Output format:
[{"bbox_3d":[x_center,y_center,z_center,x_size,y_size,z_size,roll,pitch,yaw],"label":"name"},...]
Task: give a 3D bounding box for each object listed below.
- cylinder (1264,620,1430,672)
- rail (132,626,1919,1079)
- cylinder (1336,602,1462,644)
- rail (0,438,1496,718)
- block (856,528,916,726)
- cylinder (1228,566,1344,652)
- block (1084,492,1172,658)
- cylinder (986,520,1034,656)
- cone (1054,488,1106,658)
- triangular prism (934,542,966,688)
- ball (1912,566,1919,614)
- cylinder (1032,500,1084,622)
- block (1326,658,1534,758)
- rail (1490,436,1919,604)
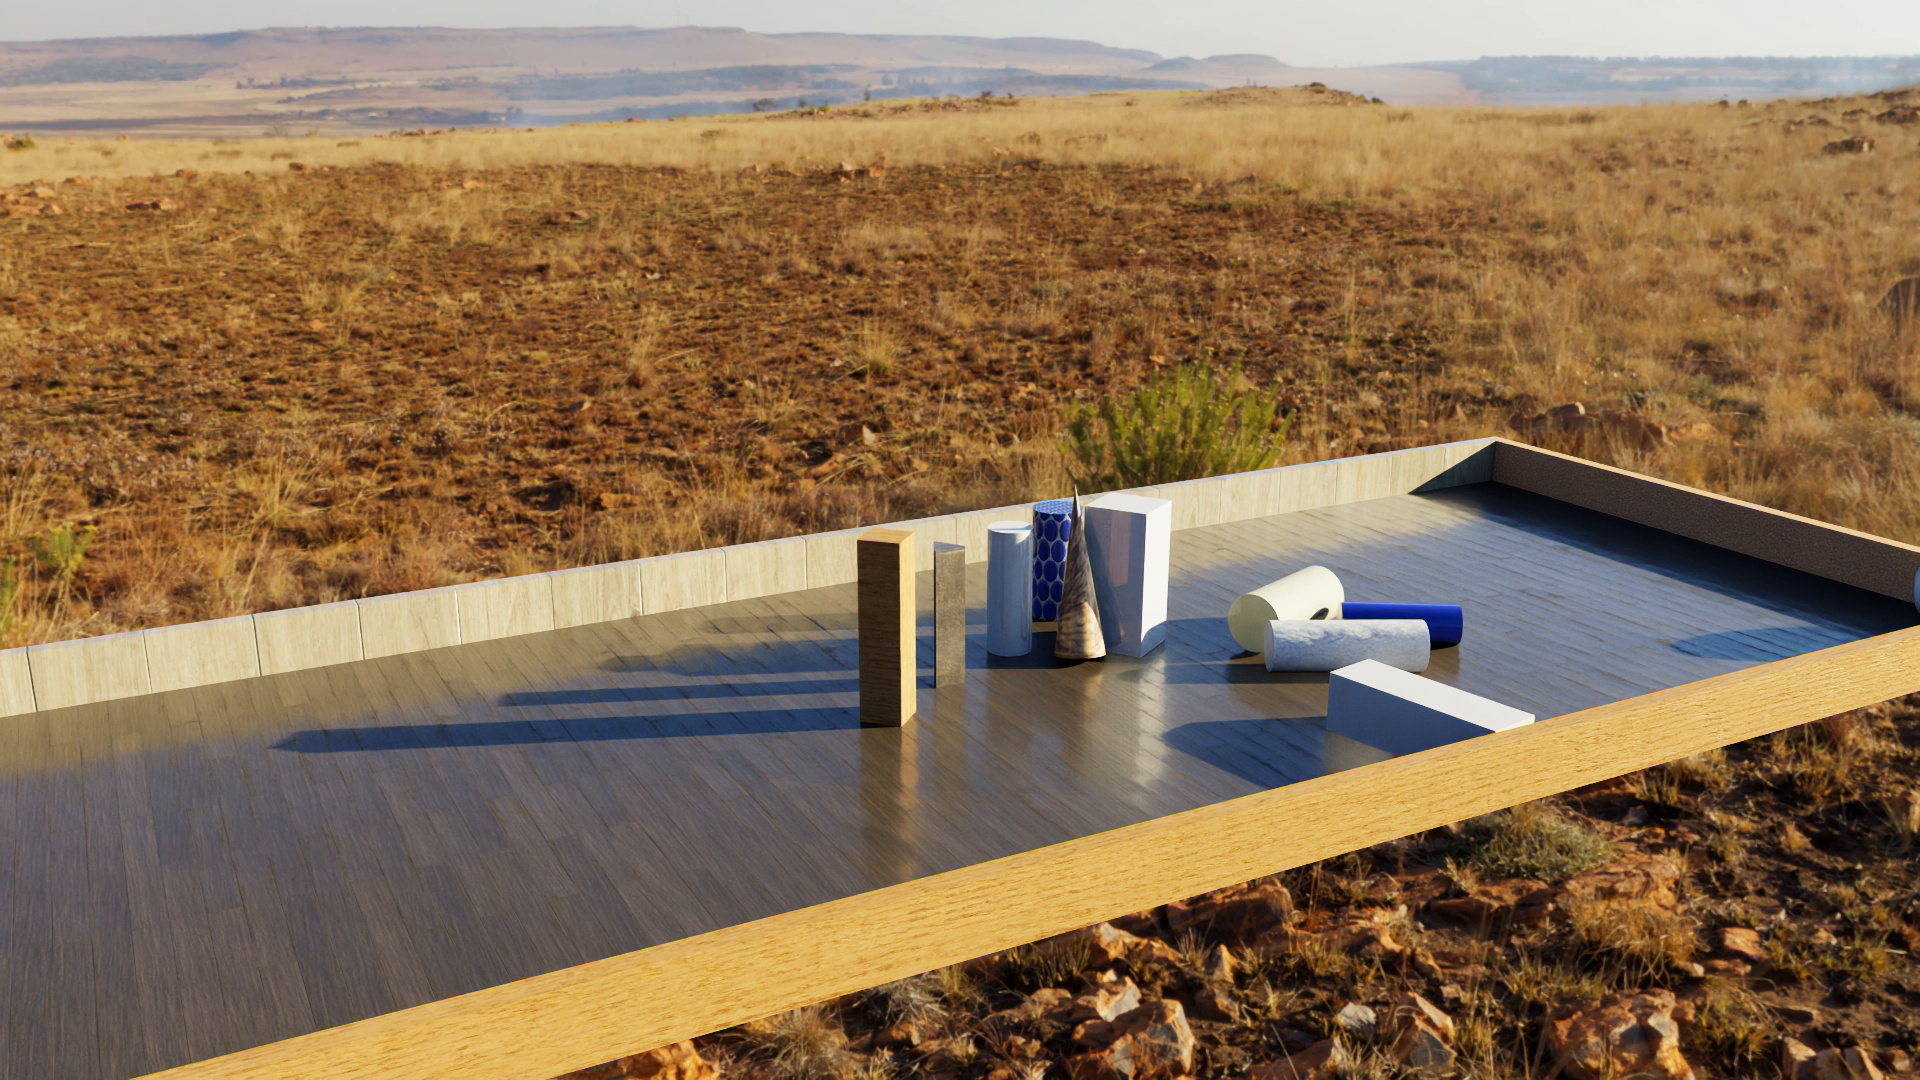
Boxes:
[{"bbox_3d":[0.983,0.270,4.201,0.392,0.133,0.133,0,16,-1],"label":"cylinder"},{"bbox_3d":[-2.336,1.006,1.665,12.000,0.150,0.050,-9,18,-27],"label":"rail"},{"bbox_3d":[1.174,0.222,4.415,0.314,0.104,0.104,1,16,5],"label":"cylinder"},{"bbox_3d":[-3.305,0.497,3.399,12.000,0.150,0.050,-9,18,-27],"label":"rail"},{"bbox_3d":[-0.171,0.204,3.864,0.104,0.448,0.104,5,17,17],"label":"block"},{"bbox_3d":[0.882,0.184,4.449,0.159,0.159,0.335,14,21,39],"label":"cylinder"},{"bbox_3d":[0.438,0.090,4.358,0.173,0.386,0.173,9,17,27],"label":"block"},{"bbox_3d":[0.131,0.127,4.328,0.120,0.336,0.120,0,16,0],"label":"cylinder"},{"bbox_3d":[0.305,0.077,4.276,0.135,0.444,0.135,-2,6,0],"label":"cone"},{"bbox_3d":[-0.044,0.183,4.104,0.087,0.355,0.076,-10,19,-30],"label":"triangular prism"},{"bbox_3d":[2.705,0.136,4.417,0.268,0.268,0.268,0,16,0],"label":"ball"},{"bbox_3d":[0.271,0.058,4.608,0.140,0.310,0.140,0,16,0],"label":"cylinder"},{"bbox_3d":[1.049,0.410,3.708,0.142,0.142,0.444,-13,21,-37],"label":"block"},{"bbox_3d":[2.466,-0.048,5.253,0.050,0.150,2.100,-9,18,-27],"label":"rail"}]
